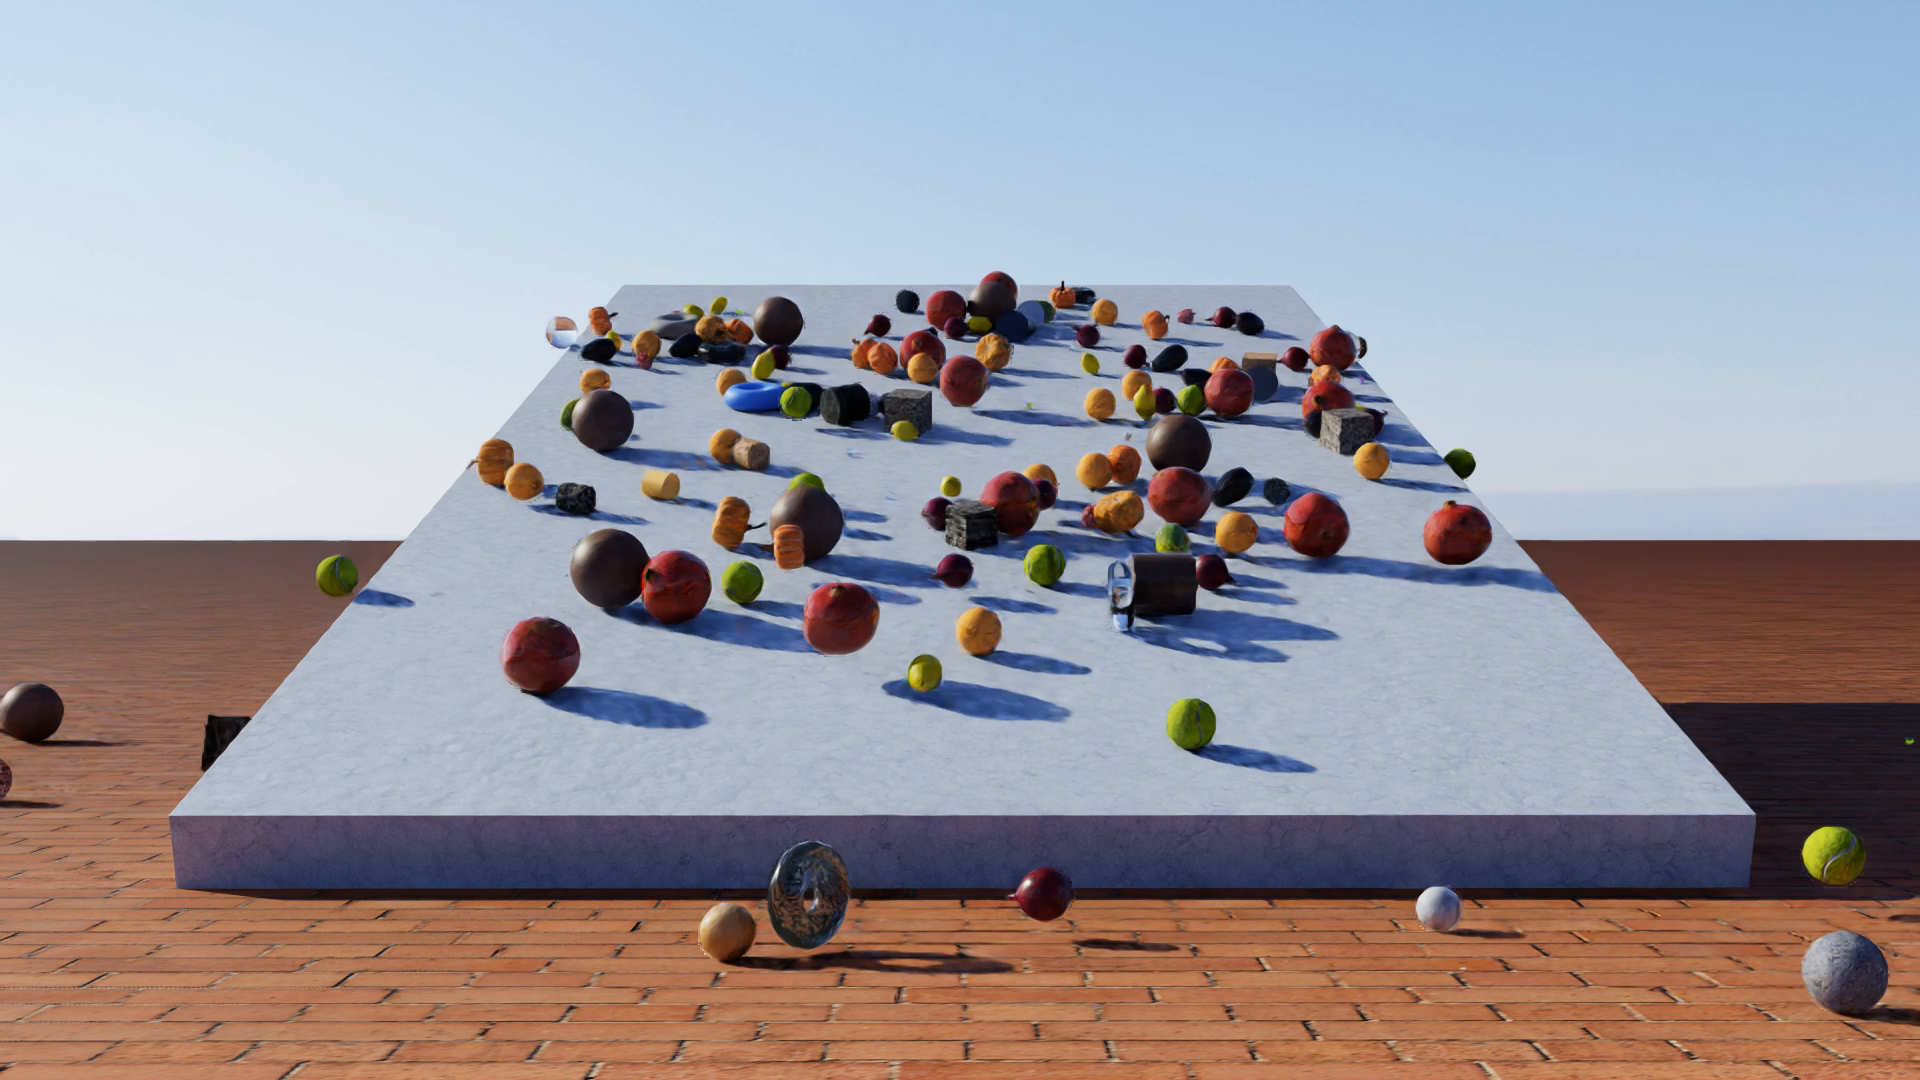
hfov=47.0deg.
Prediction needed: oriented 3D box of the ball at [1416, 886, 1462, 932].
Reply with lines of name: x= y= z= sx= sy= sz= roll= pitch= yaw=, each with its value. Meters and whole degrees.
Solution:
ball: x=0.544 y=0.418 z=2.507 sx=0.051 sy=0.051 sz=0.051 roll=0 pitch=0 yaw=0

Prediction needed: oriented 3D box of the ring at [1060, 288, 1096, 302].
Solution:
ring: x=0.338 y=-0.706 z=6.361 sx=0.102 sy=0.034 sz=0.102 roll=-1 pitch=15 yaw=0

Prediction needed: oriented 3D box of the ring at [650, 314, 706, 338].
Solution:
ring: x=-0.747 y=-0.566 z=5.847 sx=0.146 sy=0.049 sz=0.146 roll=0 pitch=17 yaw=0

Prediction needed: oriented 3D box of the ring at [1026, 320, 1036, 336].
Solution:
ring: x=0.154 y=-0.566 z=5.876 sx=0.101 sy=0.034 sz=0.101 roll=2 pitch=19 yaw=-1

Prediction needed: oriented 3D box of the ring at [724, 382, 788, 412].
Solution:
ring: x=-0.462 y=-0.325 z=5.018 sx=0.145 sy=0.048 sz=0.145 roll=0 pitch=15 yaw=0

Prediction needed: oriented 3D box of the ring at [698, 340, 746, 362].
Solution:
ring: x=-0.597 y=-0.472 z=5.540 sx=0.122 sy=0.041 sz=0.122 roll=1 pitch=15 yaw=0

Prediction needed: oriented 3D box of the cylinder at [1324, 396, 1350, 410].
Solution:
cylinder: x=0.835 y=-0.292 z=4.891 sx=0.055 sy=0.055 sz=0.055 roll=3 pitch=1 yaw=8

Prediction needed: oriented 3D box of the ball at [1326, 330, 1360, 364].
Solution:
ball: x=0.954 y=-0.480 z=5.491 sx=0.083 sy=0.083 sz=0.083 roll=0 pitch=0 yaw=0

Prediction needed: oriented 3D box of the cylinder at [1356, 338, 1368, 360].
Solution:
cylinder: x=0.987 y=-0.487 z=5.567 sx=0.056 sy=0.056 sz=0.056 roll=0 pitch=21 yaw=-29

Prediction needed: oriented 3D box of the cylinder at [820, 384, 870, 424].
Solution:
cylinder: x=-0.255 y=-0.301 z=4.876 sx=0.080 sy=0.080 sz=0.080 roll=-13 pitch=8 yaw=-38

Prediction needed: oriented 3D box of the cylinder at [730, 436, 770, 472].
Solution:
cylinder: x=-0.424 y=-0.174 z=4.476 sx=0.059 sy=0.059 sz=0.059 roll=0 pitch=17 yaw=-39

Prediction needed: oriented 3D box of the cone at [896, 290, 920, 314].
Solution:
cone: x=-0.153 y=-0.658 z=6.201 sx=0.067 sy=0.067 sz=0.067 roll=0 pitch=-11 yaw=-10

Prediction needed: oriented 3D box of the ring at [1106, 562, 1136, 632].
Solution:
ring: x=0.253 y=0.089 z=3.473 sx=0.037 sy=0.111 sz=0.111 roll=-7 pitch=-1 yaw=6

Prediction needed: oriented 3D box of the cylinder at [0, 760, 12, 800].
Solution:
cylinder: x=-1.648 y=0.400 z=3.709 sx=0.077 sy=0.077 sz=0.077 roll=2 pitch=1 yaw=38

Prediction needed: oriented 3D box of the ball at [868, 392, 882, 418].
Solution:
ball: x=-0.202 y=-0.302 z=4.921 sx=0.057 sy=0.057 sz=0.057 roll=0 pitch=0 yaw=0

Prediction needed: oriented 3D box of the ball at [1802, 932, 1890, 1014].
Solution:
ball: x=0.833 y=0.407 z=2.080 sx=0.076 sy=0.076 sz=0.076 roll=0 pitch=0 yaw=0

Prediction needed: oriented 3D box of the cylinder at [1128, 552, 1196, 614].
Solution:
cylinder: x=0.325 y=0.070 z=3.558 sx=0.099 sy=0.099 sz=0.099 roll=0 pitch=0 yaw=-3

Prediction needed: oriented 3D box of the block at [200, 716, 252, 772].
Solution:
block: x=-1.236 y=0.359 z=3.781 sx=0.092 sy=0.092 sz=0.092 roll=4 pitch=-19 yaw=-5

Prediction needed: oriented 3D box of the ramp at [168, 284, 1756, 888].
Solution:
ramp: x=-0.002 y=-0.161 z=4.717 sx=2.000 sy=0.100 sz=4.000 roll=0 pitch=16 yaw=0

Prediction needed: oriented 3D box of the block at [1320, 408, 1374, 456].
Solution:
block: x=0.811 y=-0.228 z=4.630 sx=0.079 sy=0.079 sz=0.079 roll=-6 pitch=17 yaw=-20

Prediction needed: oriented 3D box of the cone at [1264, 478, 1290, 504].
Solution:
cone: x=0.596 y=-0.088 z=4.243 sx=0.054 sy=0.054 sz=0.054 roll=0 pitch=-11 yaw=-18

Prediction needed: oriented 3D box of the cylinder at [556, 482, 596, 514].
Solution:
cylinder: x=-0.721 y=-0.078 z=4.149 sx=0.054 sy=0.054 sz=0.054 roll=8 pitch=3 yaw=23

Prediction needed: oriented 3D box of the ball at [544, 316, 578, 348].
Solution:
ball: x=-1.026 y=-0.535 z=5.688 sx=0.085 sy=0.085 sz=0.085 roll=0 pitch=0 yaw=0

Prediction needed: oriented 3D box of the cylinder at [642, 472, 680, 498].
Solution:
cylinder: x=-0.575 y=-0.106 z=4.246 sx=0.052 sy=0.052 sz=0.052 roll=2 pitch=1 yaw=33

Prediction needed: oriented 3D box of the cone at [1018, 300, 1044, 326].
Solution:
cone: x=0.182 y=-0.604 z=6.004 sx=0.078 sy=0.078 sz=0.078 roll=0 pitch=-11 yaw=-15

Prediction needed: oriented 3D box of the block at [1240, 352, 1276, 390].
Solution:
block: x=0.707 y=-0.398 z=5.222 sx=0.076 sy=0.076 sz=0.076 roll=3 pitch=16 yaw=12

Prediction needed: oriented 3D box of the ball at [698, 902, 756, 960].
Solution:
ball: x=-0.246 y=0.414 z=2.336 sx=0.060 sy=0.060 sz=0.060 roll=0 pitch=0 yaw=0

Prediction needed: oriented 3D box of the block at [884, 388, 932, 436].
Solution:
block: x=-0.112 y=-0.278 z=4.793 sx=0.082 sy=0.082 sz=0.082 roll=5 pitch=17 yaw=16

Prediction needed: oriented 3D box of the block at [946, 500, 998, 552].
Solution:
block: x=0.020 y=-0.025 z=3.946 sx=0.068 sy=0.068 sz=0.068 roll=-10 pitch=19 yaw=-32
